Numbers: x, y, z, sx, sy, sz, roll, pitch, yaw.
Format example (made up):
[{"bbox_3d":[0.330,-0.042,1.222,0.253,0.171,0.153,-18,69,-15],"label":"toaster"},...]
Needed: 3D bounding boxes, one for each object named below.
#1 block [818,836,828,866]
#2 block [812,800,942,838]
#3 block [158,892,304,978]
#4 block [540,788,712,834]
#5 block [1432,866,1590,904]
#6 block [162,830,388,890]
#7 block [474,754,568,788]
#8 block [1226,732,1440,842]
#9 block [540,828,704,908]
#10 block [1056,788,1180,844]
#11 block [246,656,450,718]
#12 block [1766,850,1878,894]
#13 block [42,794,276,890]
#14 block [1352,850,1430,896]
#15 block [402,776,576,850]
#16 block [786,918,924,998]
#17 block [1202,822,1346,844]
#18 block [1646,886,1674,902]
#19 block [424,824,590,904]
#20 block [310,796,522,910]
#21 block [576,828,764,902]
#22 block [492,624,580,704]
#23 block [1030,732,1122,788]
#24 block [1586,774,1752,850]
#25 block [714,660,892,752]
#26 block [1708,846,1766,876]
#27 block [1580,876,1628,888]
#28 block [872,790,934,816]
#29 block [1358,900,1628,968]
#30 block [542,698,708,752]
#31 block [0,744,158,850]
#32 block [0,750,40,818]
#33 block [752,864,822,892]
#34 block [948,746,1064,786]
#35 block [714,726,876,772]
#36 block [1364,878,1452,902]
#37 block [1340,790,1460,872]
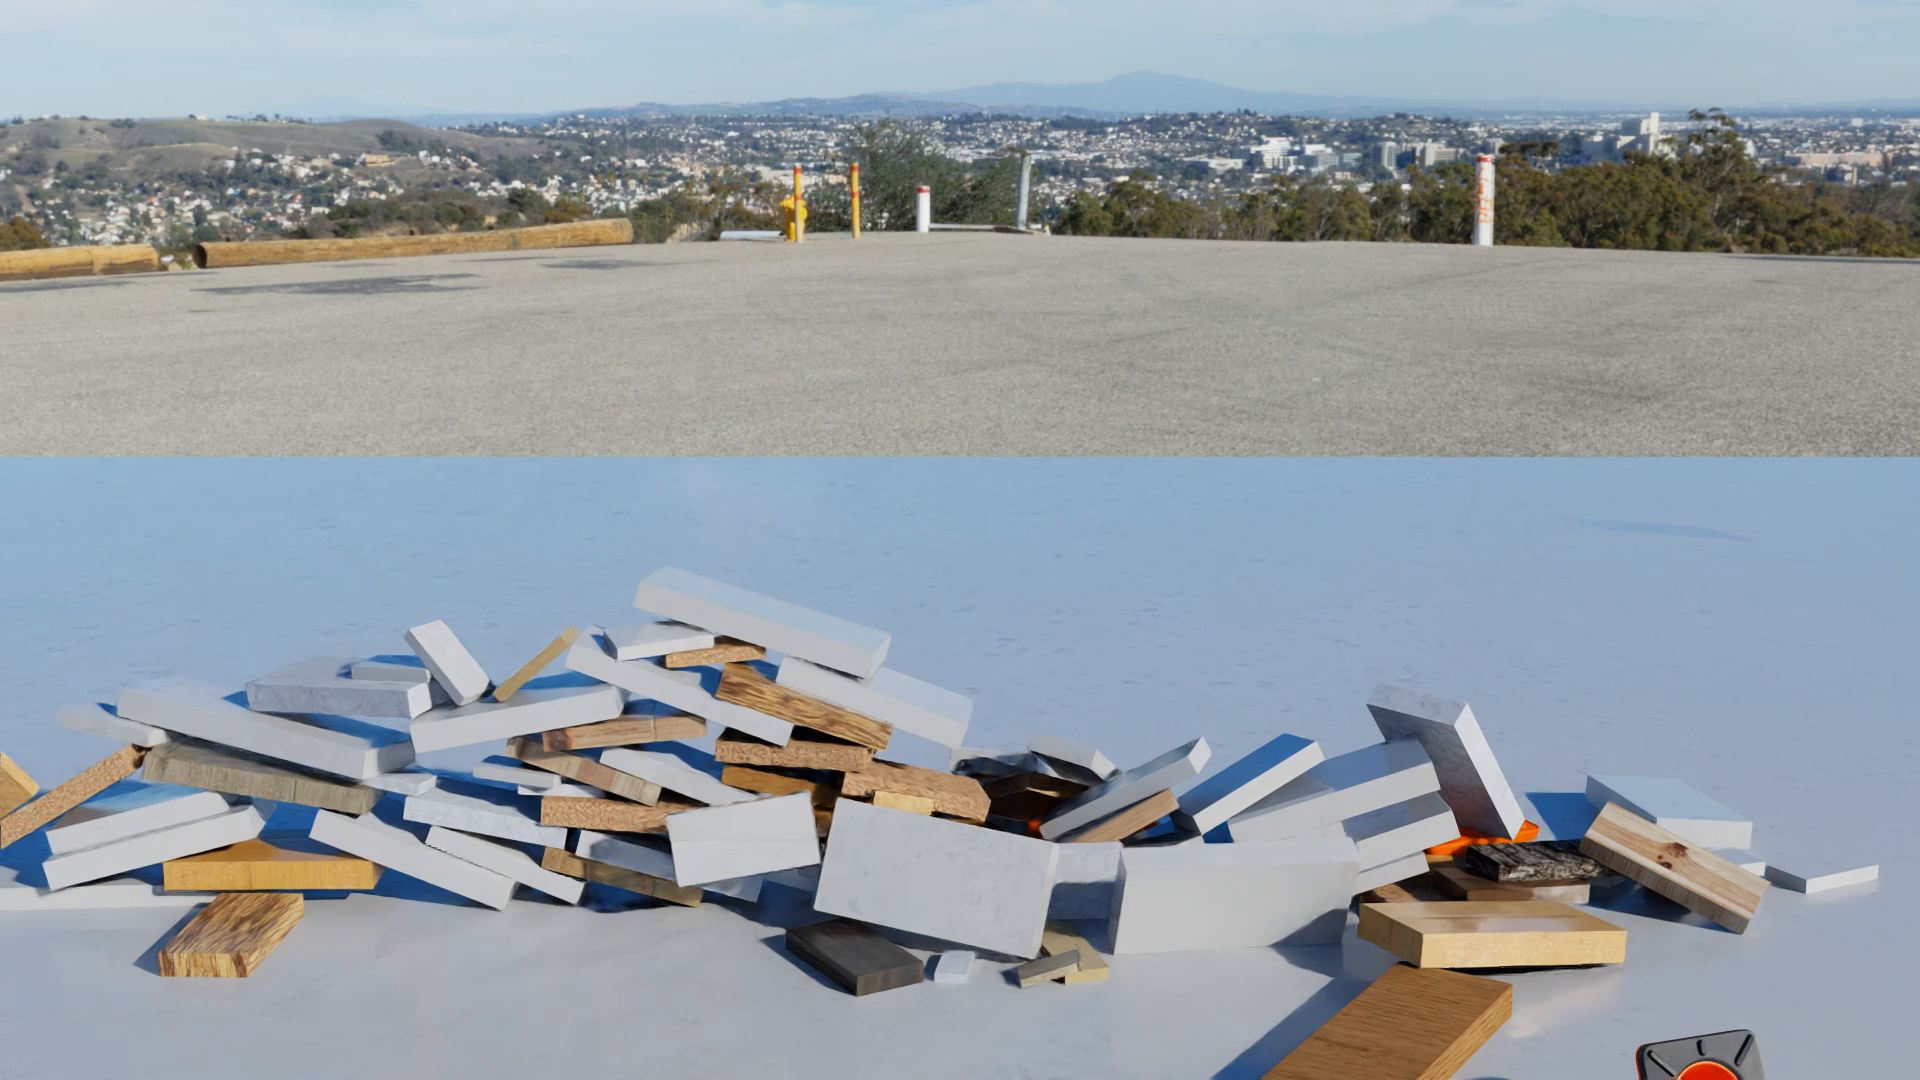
[{"bbox_3d":[-0.153,0.520,3.655,0.266,0.038,0.133,15,10,-6],"label":"block"},{"bbox_3d":[-0.164,0.453,3.631,0.266,0.038,0.133,3,11,-1],"label":"block"},{"bbox_3d":[-1.134,0.615,3.434,0.133,0.038,0.265,0,11,2],"label":"block"},{"bbox_3d":[-0.525,0.439,3.636,0.304,0.043,0.152,4,10,0],"label":"block"},{"bbox_3d":[0.893,0.561,3.566,0.221,0.031,0.110,0,10,-16],"label":"block"},{"bbox_3d":[-1.127,0.530,3.657,0.336,0.048,0.168,0,11,-2],"label":"block"},{"bbox_3d":[-0.716,0.379,3.597,0.140,0.020,0.070,7,10,12],"label":"block"},{"bbox_3d":[0.606,0.415,3.630,0.342,0.048,0.171,-18,10,5],"label":"block"},{"bbox_3d":[-0.551,0.539,3.656,0.266,0.038,0.133,15,10,-3],"label":"block"},{"bbox_3d":[0.245,0.480,3.671,0.248,0.035,0.124,-29,1,1],"label":"block"},{"bbox_3d":[-0.999,0.243,3.658,0.330,0.047,0.165,0,14,24],"label":"block"},{"bbox_3d":[1.467,0.564,3.741,0.170,0.024,0.085,-5,12,-27],"label":"block"},{"bbox_3d":[-1.321,0.489,3.643,0.336,0.048,0.168,-14,11,-3],"label":"block"},{"bbox_3d":[0.653,0.547,3.625,0.221,0.031,0.110,-18,10,4],"label":"block"},{"bbox_3d":[-0.772,0.449,3.642,0.266,0.038,0.133,11,10,-1],"label":"block"},{"bbox_3d":[-0.163,0.633,3.351,0.113,0.032,0.226,-6,12,-31],"label":"block"},{"bbox_3d":[0.463,0.514,3.649,0.342,0.048,0.171,-18,10,5],"label":"block"},{"bbox_3d":[1.245,0.574,3.687,0.170,0.024,0.085,-3,11,-14],"label":"block"},{"bbox_3d":[-0.742,0.518,3.657,0.265,0.038,0.133,22,10,-2],"label":"block"},{"bbox_3d":[-0.890,0.507,3.655,0.336,0.048,0.168,21,10,-2],"label":"block"},{"bbox_3d":[-0.474,0.517,3.652,0.304,0.043,0.152,15,10,-4],"label":"block"},{"bbox_3d":[-0.683,0.199,3.549,0.151,0.021,0.076,-39,7,12],"label":"block"},{"bbox_3d":[0.221,0.403,3.844,0.119,0.034,0.238,14,-16,29],"label":"block"},{"bbox_3d":[1.278,0.490,3.983,0.171,0.048,0.342,3,6,-4],"label":"block"},{"bbox_3d":[-0.252,0.260,3.578,0.285,0.040,0.143,19,11,-6],"label":"block"},{"bbox_3d":[1.254,0.548,3.698,0.170,0.024,0.085,-3,11,-17],"label":"block"},{"bbox_3d":[1.121,0.550,3.802,0.105,0.030,0.211,9,14,40],"label":"block"},{"bbox_3d":[-0.094,0.431,3.524,0.096,0.048,0.014,10,1,-13],"label":"block"},{"bbox_3d":[0.808,0.598,3.347,0.357,0.051,0.179,3,5,-21],"label":"block"},{"bbox_3d":[-0.543,0.297,3.584,0.260,0.037,0.130,-5,12,-4],"label":"block"},{"bbox_3d":[-1.478,0.424,3.645,0.287,0.041,0.144,-30,6,3],"label":"block"},{"bbox_3d":[-1.593,0.418,3.582,0.177,0.089,0.025,-31,22,22],"label":"block"},{"bbox_3d":[-0.271,0.530,3.653,0.304,0.043,0.152,15,10,-4],"label":"block"},{"bbox_3d":[0.095,0.433,4.033,0.158,0.045,0.315,3,-15,14],"label":"block"},{"bbox_3d":[-0.266,0.336,3.585,0.244,0.035,0.122,3,11,8],"label":"block"},{"bbox_3d":[0.787,0.587,3.600,0.221,0.031,0.110,-3,11,-14],"label":"block"},{"bbox_3d":[0.642,0.502,3.659,0.342,0.048,0.171,-19,10,2],"label":"block"}]
